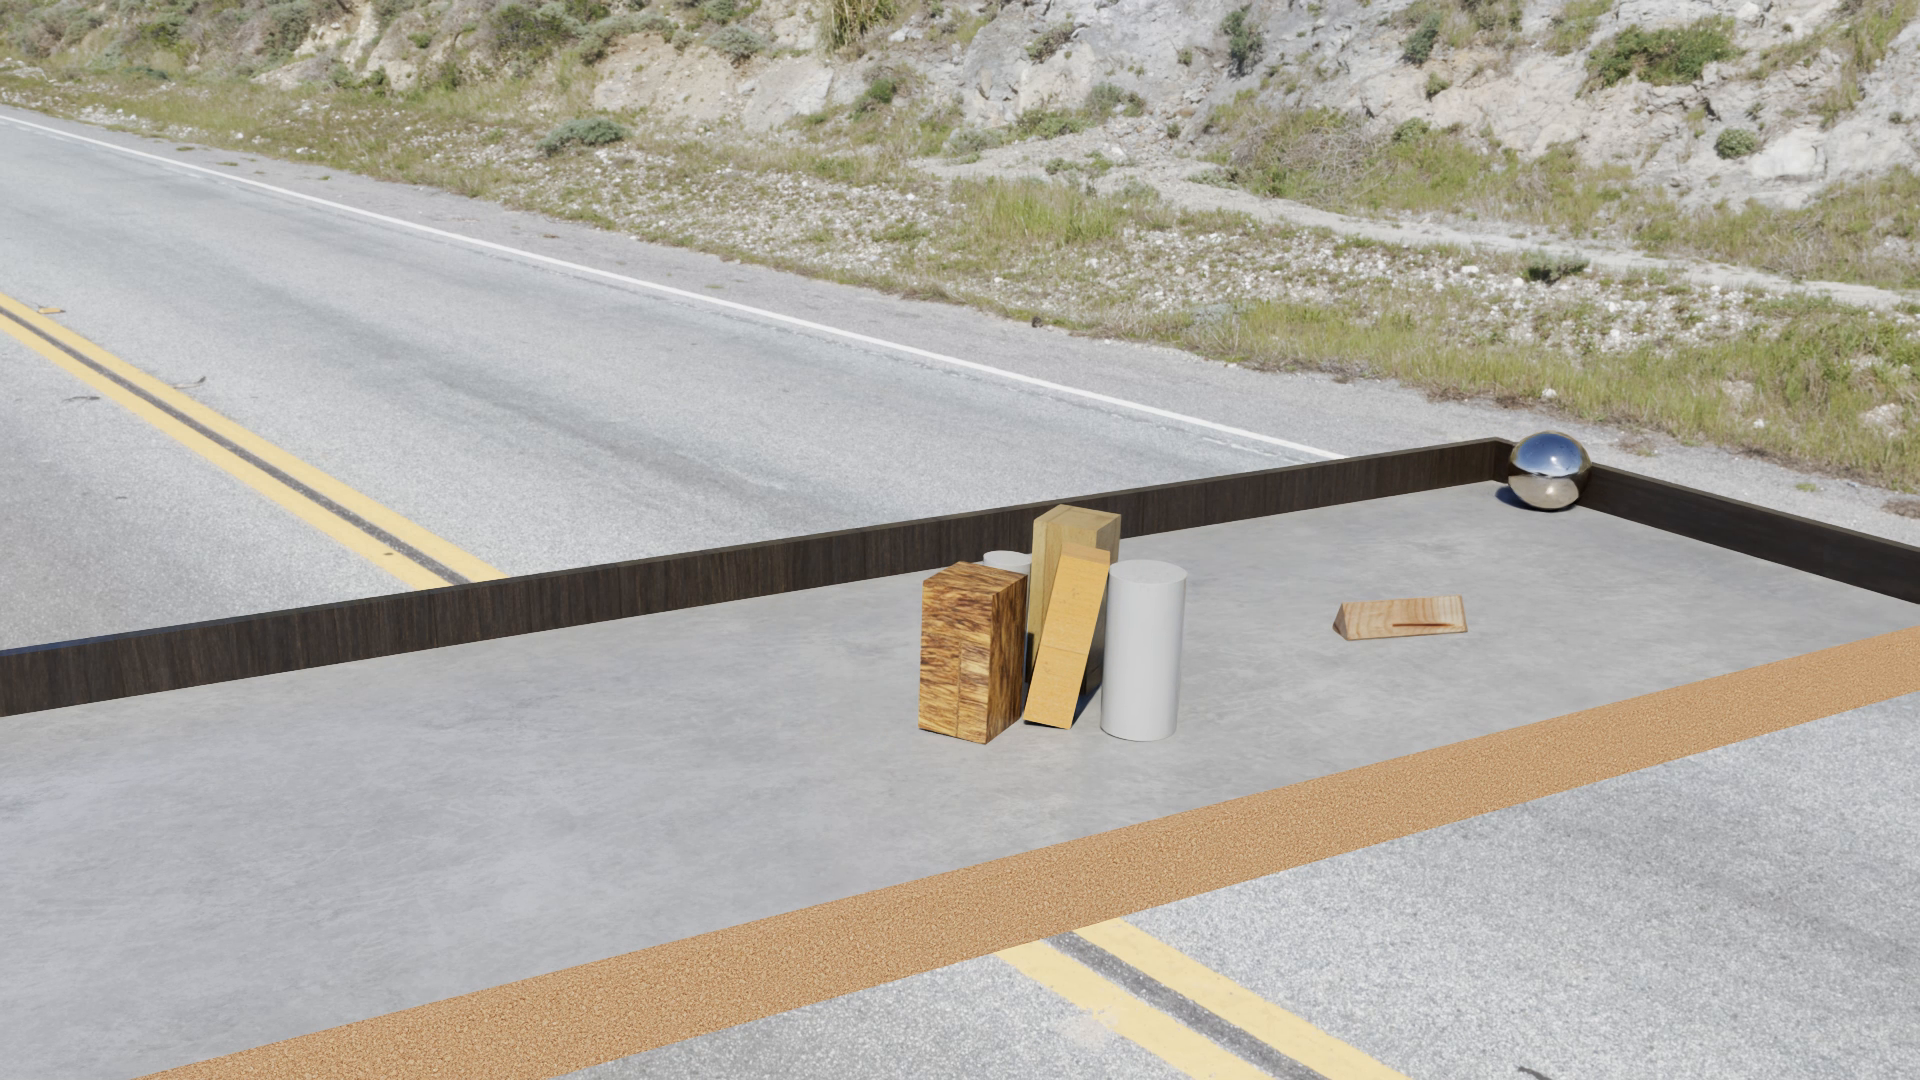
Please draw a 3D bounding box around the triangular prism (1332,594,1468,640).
[{"bbox_3d":[1.202,0.203,4.497,0.349,0.090,0.103,-3,16,-11],"label":"triangular prism"}]

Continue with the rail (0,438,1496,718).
[{"bbox_3d":[-3.305,0.497,3.399,12.000,0.150,0.050,-9,18,-27],"label":"rail"}]

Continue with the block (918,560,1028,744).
[{"bbox_3d":[0.030,0.258,3.824,0.177,0.361,0.177,11,20,27],"label":"block"}]

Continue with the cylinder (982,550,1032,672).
[{"bbox_3d":[0.107,0.198,4.094,0.123,0.322,0.123,4,16,-1],"label":"cylinder"}]

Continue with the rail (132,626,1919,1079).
[{"bbox_3d":[-2.336,1.006,1.665,12.000,0.150,0.050,-9,18,-27],"label":"rail"}]

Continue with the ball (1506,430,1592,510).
[{"bbox_3d":[2.030,-0.241,5.688,0.274,0.274,0.274,0,16,0],"label":"ball"}]

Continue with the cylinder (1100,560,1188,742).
[{"bbox_3d":[0.422,0.253,3.811,0.180,0.380,0.180,1,17,0],"label":"cylinder"}]

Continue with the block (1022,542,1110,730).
[{"bbox_3d":[0.248,0.222,3.844,0.113,0.411,0.113,13,17,2],"label":"block"}]

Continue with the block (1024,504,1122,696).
[{"bbox_3d":[0.280,0.146,4.093,0.164,0.424,0.164,11,19,24],"label":"block"}]

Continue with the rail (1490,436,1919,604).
[{"bbox_3d":[2.466,-0.048,5.253,0.050,0.150,2.100,-9,18,-27],"label":"rail"}]
